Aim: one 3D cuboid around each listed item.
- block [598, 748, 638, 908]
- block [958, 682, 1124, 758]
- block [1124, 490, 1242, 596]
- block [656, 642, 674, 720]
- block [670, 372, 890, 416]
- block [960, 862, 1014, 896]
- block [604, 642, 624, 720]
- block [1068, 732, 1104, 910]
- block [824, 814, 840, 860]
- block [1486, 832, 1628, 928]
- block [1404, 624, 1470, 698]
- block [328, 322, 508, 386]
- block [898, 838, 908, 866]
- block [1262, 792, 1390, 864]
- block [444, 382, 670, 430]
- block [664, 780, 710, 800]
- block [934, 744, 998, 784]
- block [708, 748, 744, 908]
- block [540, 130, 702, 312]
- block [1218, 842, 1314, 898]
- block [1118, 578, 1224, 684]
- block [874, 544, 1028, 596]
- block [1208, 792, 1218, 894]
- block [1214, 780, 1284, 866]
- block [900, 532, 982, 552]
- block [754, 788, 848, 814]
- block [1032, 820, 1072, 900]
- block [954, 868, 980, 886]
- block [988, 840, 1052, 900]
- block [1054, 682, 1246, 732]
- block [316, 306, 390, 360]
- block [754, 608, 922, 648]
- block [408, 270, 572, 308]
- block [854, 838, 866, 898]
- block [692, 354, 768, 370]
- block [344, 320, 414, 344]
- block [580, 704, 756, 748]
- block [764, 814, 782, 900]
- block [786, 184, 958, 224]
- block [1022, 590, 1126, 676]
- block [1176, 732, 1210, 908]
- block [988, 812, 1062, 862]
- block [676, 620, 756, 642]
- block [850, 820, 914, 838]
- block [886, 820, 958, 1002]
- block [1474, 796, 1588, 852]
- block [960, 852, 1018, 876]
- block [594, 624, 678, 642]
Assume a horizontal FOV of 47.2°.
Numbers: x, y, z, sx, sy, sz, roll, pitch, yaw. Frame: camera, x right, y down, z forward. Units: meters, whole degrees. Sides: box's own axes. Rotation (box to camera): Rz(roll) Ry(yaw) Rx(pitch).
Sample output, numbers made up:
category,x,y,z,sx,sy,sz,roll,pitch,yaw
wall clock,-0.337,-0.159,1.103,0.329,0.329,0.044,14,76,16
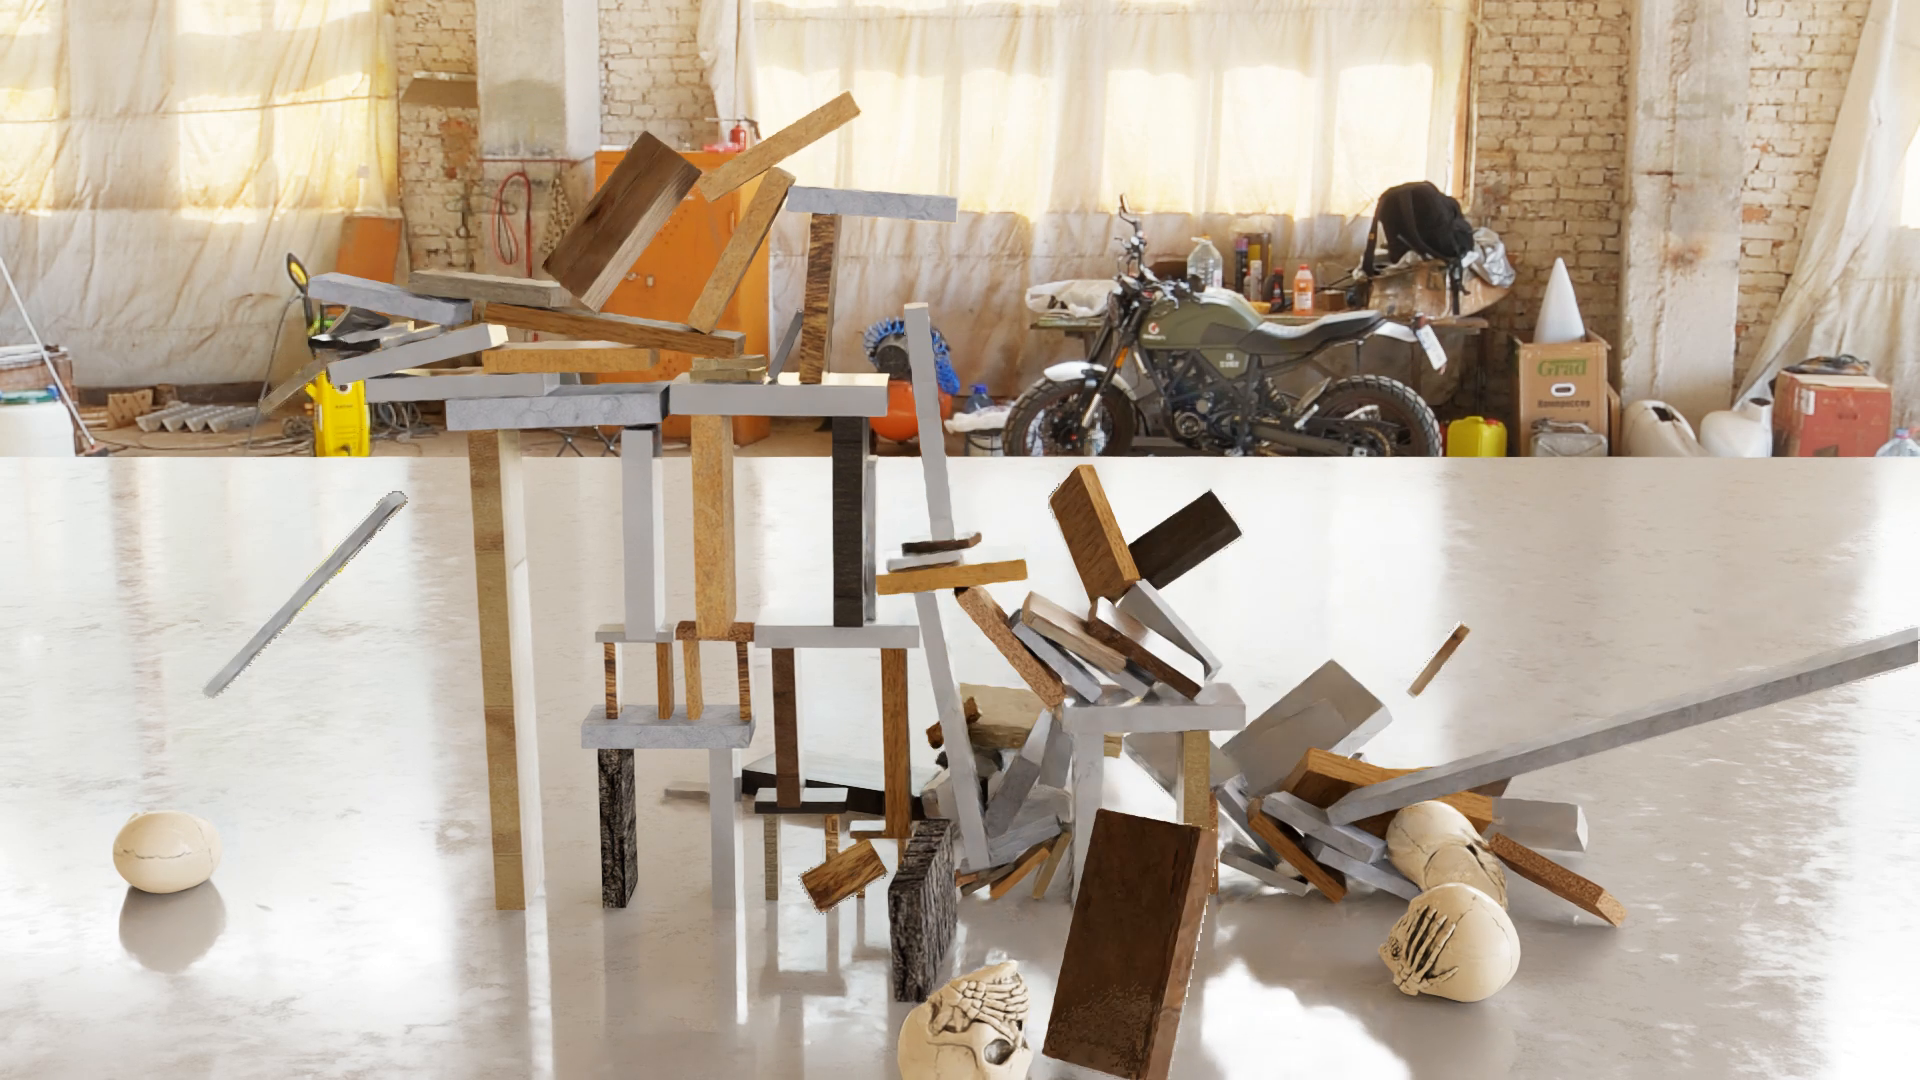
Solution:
category,x,y,z,sx,sy,sz,roll,pitch,yaw
block,-0.566,0.458,3.642,0.038,0.270,0.135,0,11,0
block,0.145,0.358,4.377,0.334,0.047,0.167,7,23,-14
block,0.373,0.015,3.867,0.231,0.033,0.116,-34,35,4
block,-0.483,0.223,3.605,0.018,0.128,0.064,0,11,0
block,-0.285,-0.234,3.519,0.338,0.048,0.169,0,11,0
block,0.045,0.559,3.665,0.094,0.013,0.047,-30,9,10
block,-0.568,0.223,3.605,0.018,0.128,0.064,0,11,0
block,0.208,0.443,3.638,0.042,0.299,0.149,1,10,0
block,-0.211,0.516,3.659,0.021,0.149,0.075,0,11,0
block,0.964,0.548,3.551,0.214,0.030,0.107,27,-8,46
block,0.860,0.218,3.960,0.022,0.152,0.076,39,-1,9
block,-0.863,-0.301,3.511,0.259,0.037,0.130,-14,10,1
block,-0.096,0.539,3.661,0.015,0.103,0.051,1,11,0
block,0.603,0.474,3.631,0.197,0.028,0.099,26,9,24
block,-0.638,-0.216,3.525,0.336,0.048,0.168,-2,11,0
block,-0.503,0.480,4.214,0.116,0.016,0.058,2,11,10
block,0.024,0.428,4.306,0.105,0.030,0.211,37,15,4
block,-0.386,0.458,3.642,0.038,0.270,0.135,0,11,0
block,-0.535,-0.505,3.473,0.137,0.275,0.039,39,2,42
block,0.515,0.551,3.687,0.153,0.022,0.076,21,11,19
block,0.347,0.178,3.753,0.030,0.104,0.209,-12,53,-47
block,-0.013,0.048,3.559,0.241,0.034,0.121,-6,11,2
block,0.420,0.508,3.689,0.022,0.153,0.077,-1,10,2
block,0.491,0.476,3.706,0.022,0.153,0.077,-42,-4,12
block,-0.030,0.003,3.556,0.117,0.017,0.058,-3,12,21
block,-0.262,0.432,3.643,0.149,0.021,0.075,0,11,0
block,0.152,0.532,3.654,0.017,0.123,0.062,24,11,-2
block,-0.015,0.566,3.667,0.095,0.013,0.047,-17,10,6
block,0.100,0.545,3.652,0.123,0.017,0.062,-41,6,10
block,0.309,0.274,3.613,0.299,0.042,0.149,0,11,-3
block,-0.981,-0.331,3.549,0.067,0.019,0.134,21,-35,-31
block,-0.196,0.143,3.586,0.265,0.037,0.132,0,11,1
block,-0.751,-0.403,3.517,0.231,0.033,0.116,6,10,5
block,-0.165,0.539,3.662,0.015,0.103,0.051,-1,11,0
block,-0.368,-0.284,3.506,0.114,0.016,0.057,-3,11,-11
block,-0.920,-0.330,3.486,0.100,0.014,0.050,-9,14,-2
block,-0.476,0.306,3.614,0.270,0.038,0.135,0,11,0
block,-0.311,0.516,3.659,0.021,0.149,0.075,0,11,0
block,-0.137,-0.530,3.464,0.263,0.037,0.131,4,11,-1
block,0.185,0.150,3.559,0.179,0.025,0.090,29,19,-8
block,0.385,0.443,3.644,0.042,0.299,0.149,0,11,1
block,0.107,0.492,3.642,0.123,0.017,0.062,-24,10,5
block,-0.395,0.149,3.586,0.130,0.018,0.065,2,11,0
block,-0.130,0.481,3.652,0.103,0.015,0.051,0,11,1
block,-0.055,0.560,3.359,0.048,0.170,0.339,-2,10,8
block,0.921,0.490,3.848,0.328,0.046,0.164,3,-19,23
block,0.048,0.532,3.663,0.095,0.013,0.047,-16,10,9
block,-0.527,0.152,3.591,0.128,0.018,0.064,0,11,1
